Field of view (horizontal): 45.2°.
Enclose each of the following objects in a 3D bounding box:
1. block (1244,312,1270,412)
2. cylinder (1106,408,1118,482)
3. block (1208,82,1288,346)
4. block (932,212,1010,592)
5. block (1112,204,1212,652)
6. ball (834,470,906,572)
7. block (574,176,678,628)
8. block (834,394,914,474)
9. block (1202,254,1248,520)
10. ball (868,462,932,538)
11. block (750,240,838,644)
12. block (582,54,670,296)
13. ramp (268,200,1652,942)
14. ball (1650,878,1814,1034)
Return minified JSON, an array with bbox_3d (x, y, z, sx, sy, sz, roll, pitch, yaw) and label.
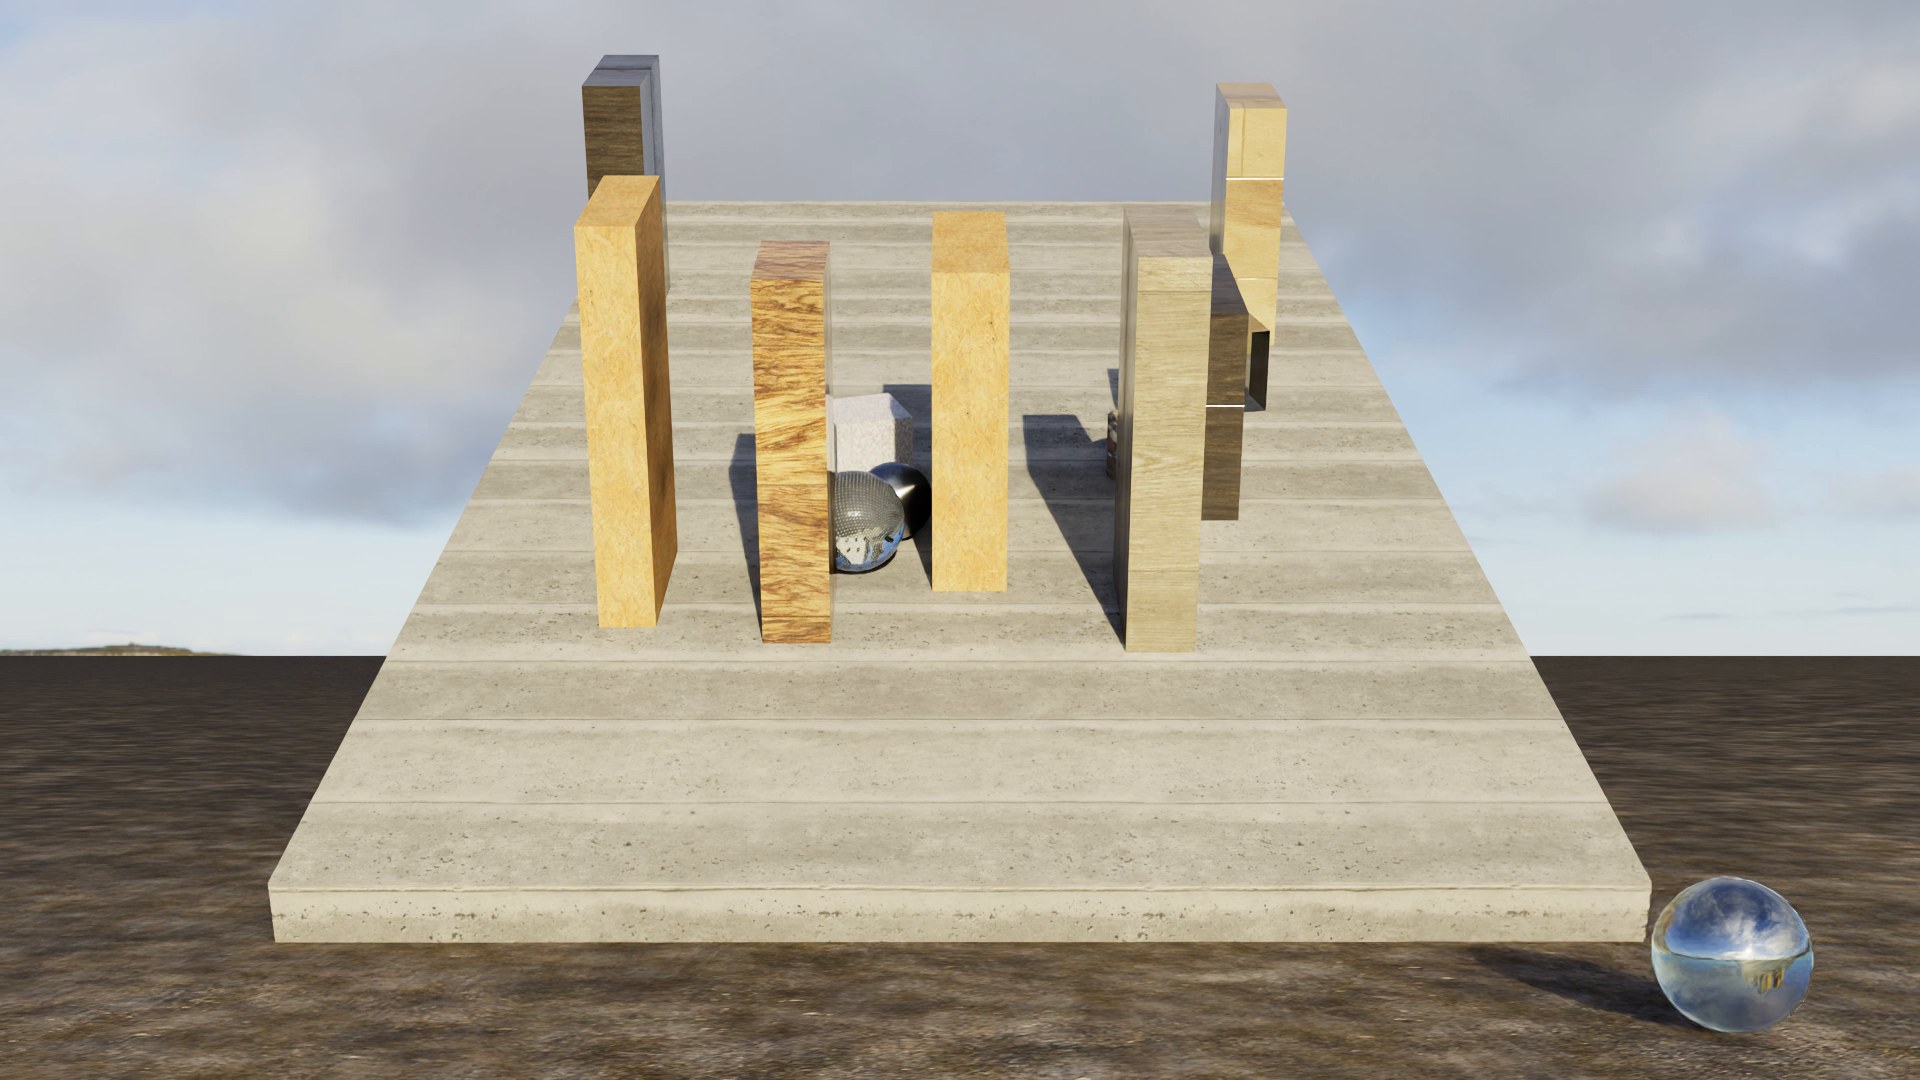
[{"bbox_3d":[0.583,-0.409,5.269,0.189,0.189,0.189,-5,23,-11],"label":"block"},{"bbox_3d":[0.374,-0.199,4.837,0.130,0.130,0.130,0,22,0],"label":"cylinder"},{"bbox_3d":[0.708,-0.812,5.721,0.136,0.587,0.308,0,22,0],"label":"block"},{"bbox_3d":[0.017,-0.270,4.375,0.138,0.613,0.429,0,22,0],"label":"block"},{"bbox_3d":[0.352,-0.200,4.074,0.122,0.715,0.349,0,22,0],"label":"block"},{"bbox_3d":[-0.200,-0.036,4.359,0.193,0.193,0.193,0,-3,0],"label":"ball"},{"bbox_3d":[-0.597,-0.253,4.168,0.102,0.739,0.360,0,22,0],"label":"block"},{"bbox_3d":[-0.200,-0.195,4.784,0.162,0.162,0.162,-8,24,-18],"label":"block"},{"bbox_3d":[0.500,-0.320,4.735,0.115,0.433,0.427,0,22,0],"label":"block"},{"bbox_3d":[-0.129,-0.077,4.511,0.153,0.153,0.153,0,-3,0],"label":"ball"},{"bbox_3d":[-0.289,-0.172,4.068,0.120,0.666,0.248,0,22,0],"label":"block"},{"bbox_3d":[-0.841,-0.882,5.842,0.140,0.619,0.399,0,22,0],"label":"block"},{"bbox_3d":[-0.007,-0.223,5.195,2.000,0.100,4.000,0,22,0],"label":"ramp"},{"bbox_3d":[0.863,0.464,2.578,0.172,0.172,0.172,0,-3,0],"label":"ball"}]
